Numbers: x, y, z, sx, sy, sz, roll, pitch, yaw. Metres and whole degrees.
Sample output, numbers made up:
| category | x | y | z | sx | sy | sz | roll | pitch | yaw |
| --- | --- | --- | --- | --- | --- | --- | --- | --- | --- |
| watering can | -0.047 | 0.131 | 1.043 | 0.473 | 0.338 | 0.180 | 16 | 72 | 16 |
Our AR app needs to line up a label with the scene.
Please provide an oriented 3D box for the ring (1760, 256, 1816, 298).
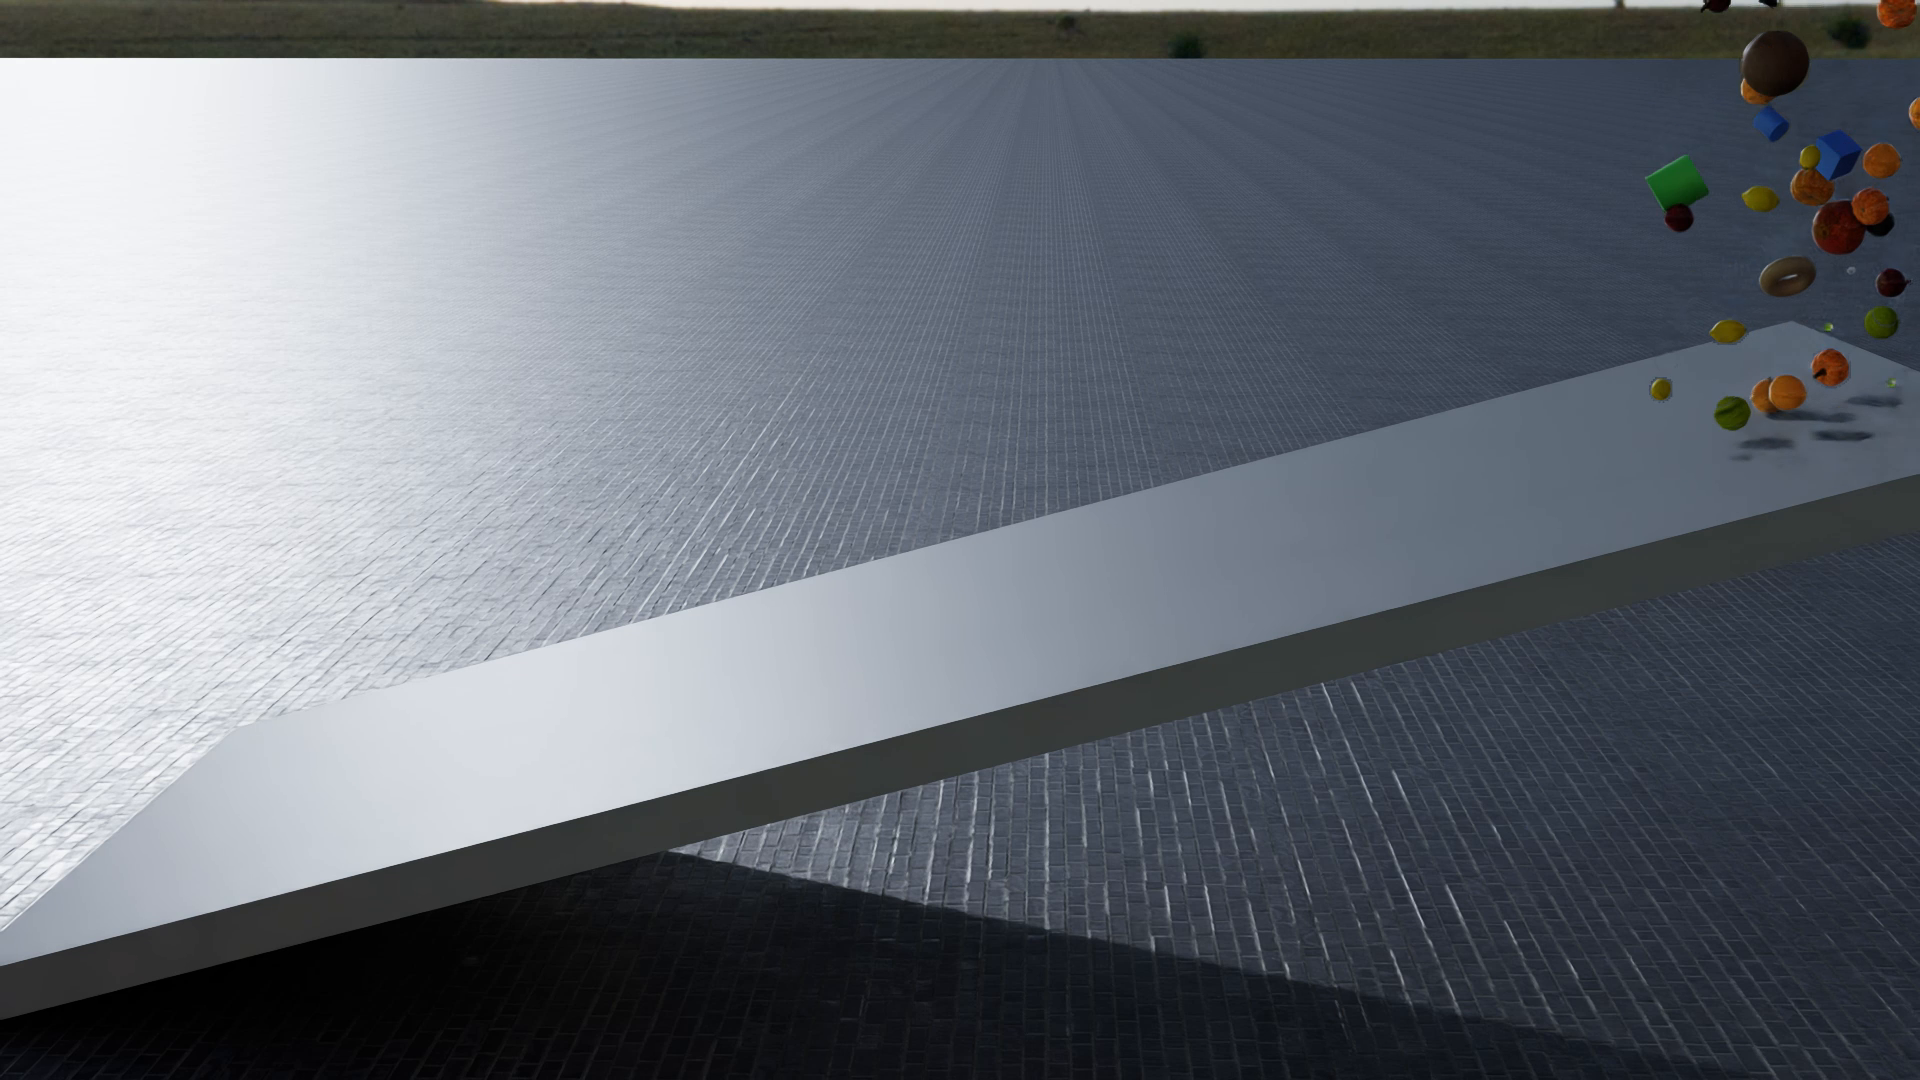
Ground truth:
| category | x | y | z | sx | sy | sz | roll | pitch | yaw |
| --- | --- | --- | --- | --- | --- | --- | --- | --- | --- |
| ring | 1.688 | -0.537 | 5.998 | 0.115 | 0.038 | 0.115 | -5 | -32 | -3 |

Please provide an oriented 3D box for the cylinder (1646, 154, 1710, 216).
| category | x | y | z | sx | sy | sz | roll | pitch | yaw |
| --- | --- | --- | --- | --- | --- | --- | --- | --- | --- |
| cylinder | 1.473 | -0.728 | 6.040 | 0.095 | 0.095 | 0.095 | -30 | 4 | 13 |

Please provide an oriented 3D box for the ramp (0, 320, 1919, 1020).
| category | x | y | z | sx | sy | sz | roll | pitch | yaw |
| --- | --- | --- | --- | --- | --- | --- | --- | --- | --- |
| ramp | 0.080 | 0.191 | 6.330 | 4.000 | 0.100 | 2.000 | -15 | 9 | 4 |

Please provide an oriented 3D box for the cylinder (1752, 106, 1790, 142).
| category | x | y | z | sx | sy | sz | roll | pitch | yaw |
| --- | --- | --- | --- | --- | --- | --- | --- | --- | --- |
| cylinder | 1.623 | -0.833 | 5.886 | 0.051 | 0.051 | 0.051 | -9 | 49 | -40 |

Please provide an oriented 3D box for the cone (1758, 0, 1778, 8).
| category | x | y | z | sx | sy | sz | roll | pitch | yaw |
| --- | --- | --- | --- | --- | --- | --- | --- | --- | --- |
| cone | 1.646 | -1.142 | 6.098 | 0.081 | 0.081 | 0.081 | 5 | 11 | 41 |

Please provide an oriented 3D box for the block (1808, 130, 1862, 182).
| category | x | y | z | sx | sy | sz | roll | pitch | yaw |
| --- | --- | --- | --- | --- | --- | --- | --- | --- | --- |
| block | 1.803 | -0.794 | 6.064 | 0.066 | 0.066 | 0.066 | -22 | 57 | -28 |
